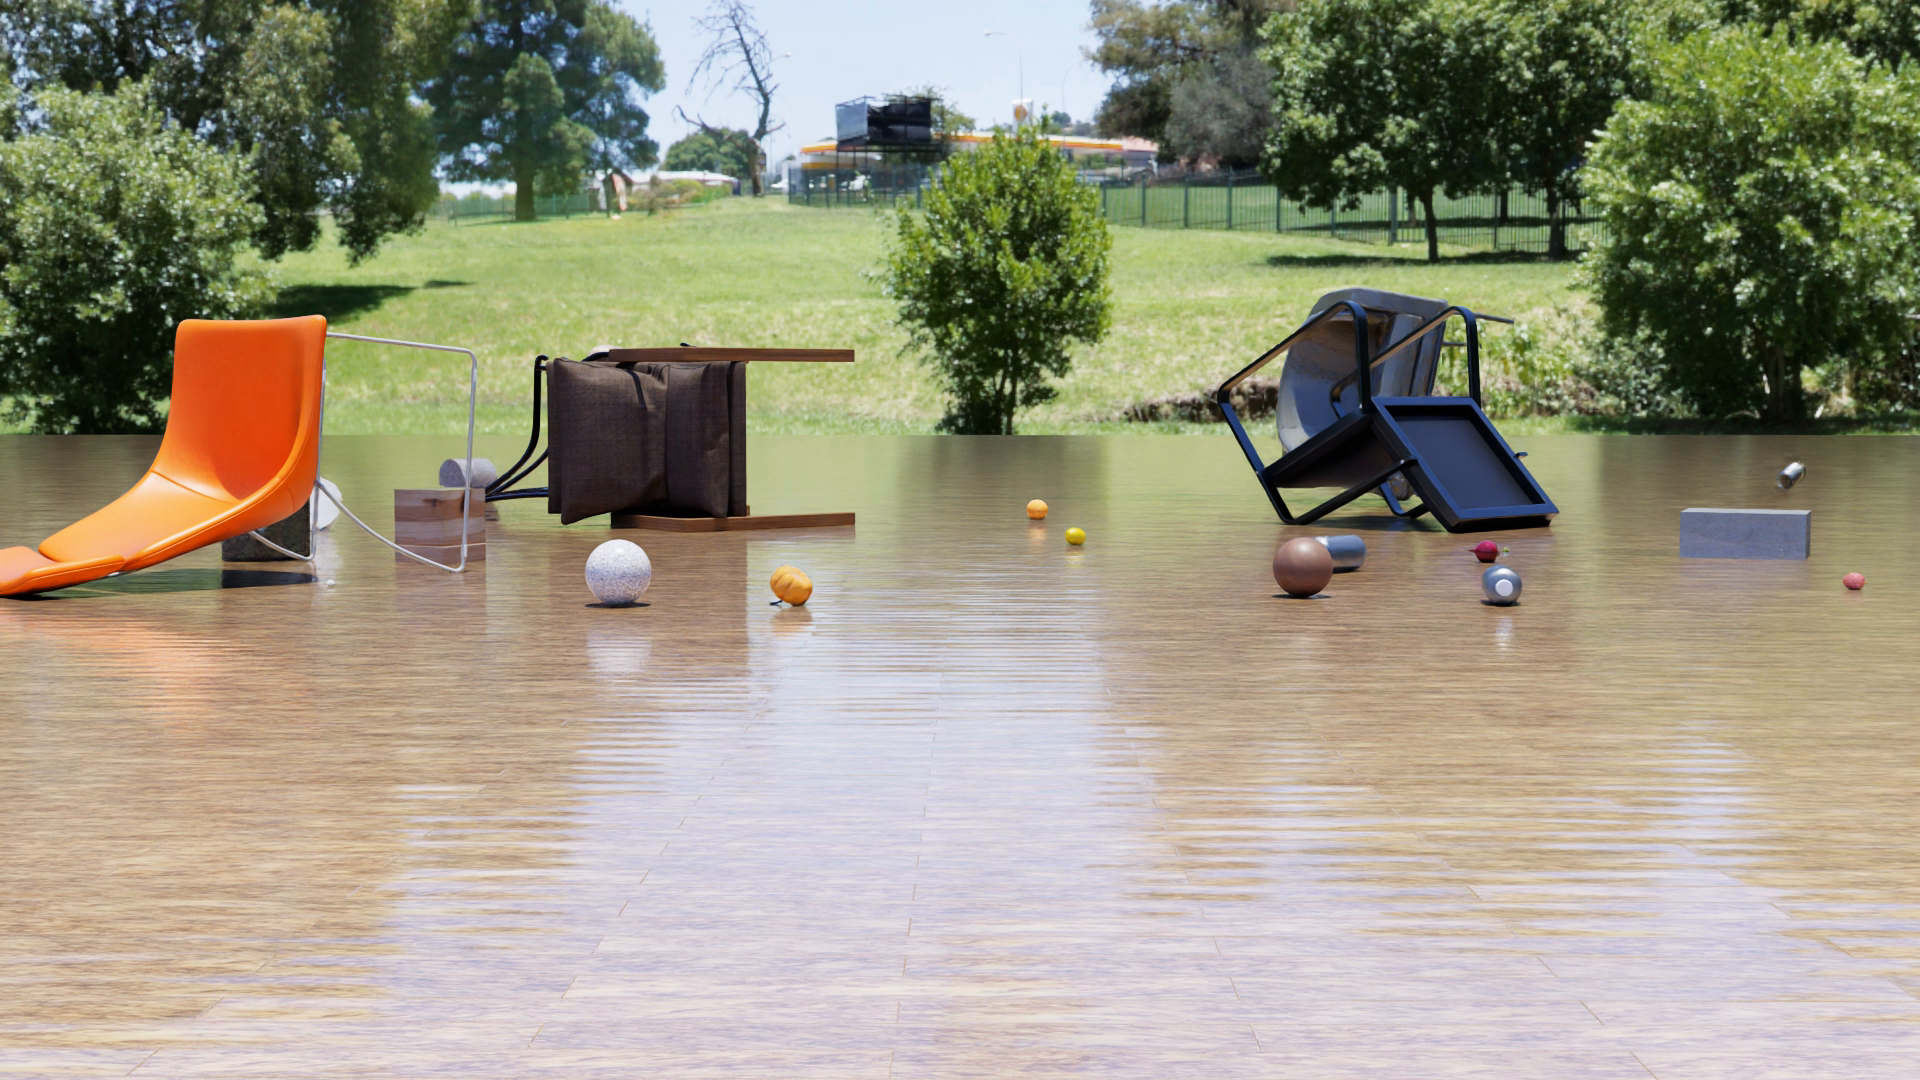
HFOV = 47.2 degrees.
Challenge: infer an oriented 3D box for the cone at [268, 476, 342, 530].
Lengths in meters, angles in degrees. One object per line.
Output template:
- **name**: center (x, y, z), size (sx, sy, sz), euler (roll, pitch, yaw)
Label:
- **cone**: center (-2.061, -0.078, 7.048), size (0.264, 0.194, 0.189), euler (8, -22, 14)

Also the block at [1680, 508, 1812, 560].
- **block**: center (2.111, -0.017, 5.910), size (0.315, 0.121, 0.212), euler (2, 4, 24)

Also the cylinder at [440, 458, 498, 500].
- **cylinder**: center (-1.975, -0.242, 8.836), size (0.164, 0.171, 0.162), euler (-4, -27, -48)

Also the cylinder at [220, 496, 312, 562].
- **cylinder**: center (-1.838, -0.031, 5.824), size (0.220, 0.160, 0.235), euler (2, 4, 28)

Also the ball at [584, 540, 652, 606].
- **ball**: center (-0.709, 0.067, 4.562), size (0.137, 0.137, 0.137), euler (0, 4, 0)

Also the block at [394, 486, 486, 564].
- **block**: center (-1.352, -0.039, 5.721), size (0.161, 0.190, 0.165), euler (2, 4, 28)
